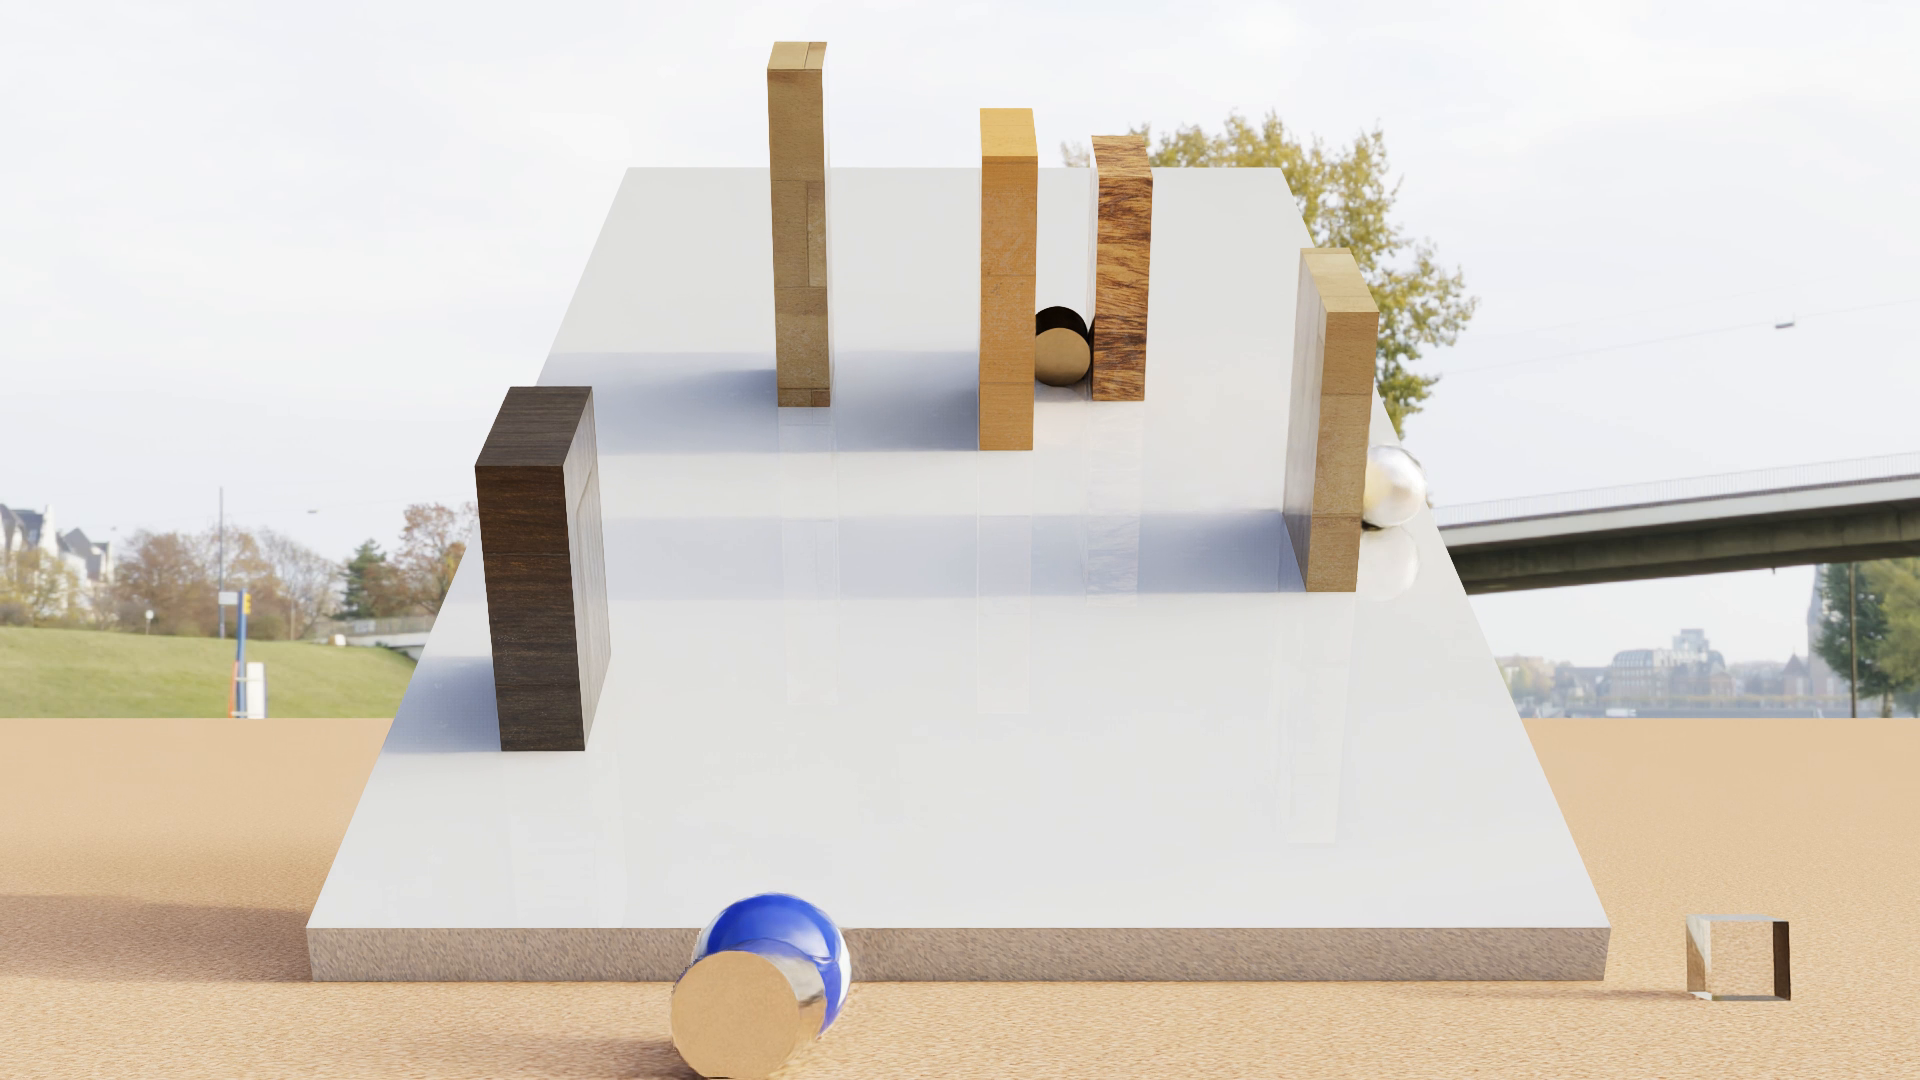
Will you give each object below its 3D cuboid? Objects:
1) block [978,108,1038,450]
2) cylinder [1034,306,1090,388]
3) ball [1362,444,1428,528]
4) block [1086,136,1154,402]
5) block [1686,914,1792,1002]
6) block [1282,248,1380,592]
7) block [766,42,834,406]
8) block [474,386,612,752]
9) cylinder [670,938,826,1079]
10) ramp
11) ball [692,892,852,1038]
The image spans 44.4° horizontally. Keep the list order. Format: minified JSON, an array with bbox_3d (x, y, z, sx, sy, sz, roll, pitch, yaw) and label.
[{"bbox_3d":[0.104,-0.587,5.275,0.119,0.676,0.377,0,26,0],"label":"block"},{"bbox_3d":[0.234,-0.463,5.626,0.150,0.150,0.150,0,26,0],"label":"cylinder"},{"bbox_3d":[0.881,-0.113,4.875,0.173,0.173,0.173,0,-4,0],"label":"ball"},{"bbox_3d":[0.371,-0.643,5.549,0.122,0.542,0.342,0,26,0],"label":"block"},{"bbox_3d":[1.142,0.612,3.454,0.114,0.114,0.114,0,-4,0],"label":"block"},{"bbox_3d":[0.730,-0.242,4.668,0.098,0.584,0.371,0,26,0],"label":"block"},{"bbox_3d":[-0.363,-0.723,5.416,0.121,0.797,0.249,0,26,0],"label":"block"},{"bbox_3d":[-0.722,0.047,4.111,0.145,0.540,0.347,0,26,0],"label":"block"},{"bbox_3d":[-0.242,0.541,2.709,0.149,0.149,0.149,-1,-4,9],"label":"cylinder"},{"bbox_3d":[-0.009,-0.229,5.426,2.000,0.100,4.000,0,26,0],"label":"ramp"},{"bbox_3d":[-0.231,0.530,2.883,0.195,0.195,0.195,0,-4,0],"label":"ball"}]
